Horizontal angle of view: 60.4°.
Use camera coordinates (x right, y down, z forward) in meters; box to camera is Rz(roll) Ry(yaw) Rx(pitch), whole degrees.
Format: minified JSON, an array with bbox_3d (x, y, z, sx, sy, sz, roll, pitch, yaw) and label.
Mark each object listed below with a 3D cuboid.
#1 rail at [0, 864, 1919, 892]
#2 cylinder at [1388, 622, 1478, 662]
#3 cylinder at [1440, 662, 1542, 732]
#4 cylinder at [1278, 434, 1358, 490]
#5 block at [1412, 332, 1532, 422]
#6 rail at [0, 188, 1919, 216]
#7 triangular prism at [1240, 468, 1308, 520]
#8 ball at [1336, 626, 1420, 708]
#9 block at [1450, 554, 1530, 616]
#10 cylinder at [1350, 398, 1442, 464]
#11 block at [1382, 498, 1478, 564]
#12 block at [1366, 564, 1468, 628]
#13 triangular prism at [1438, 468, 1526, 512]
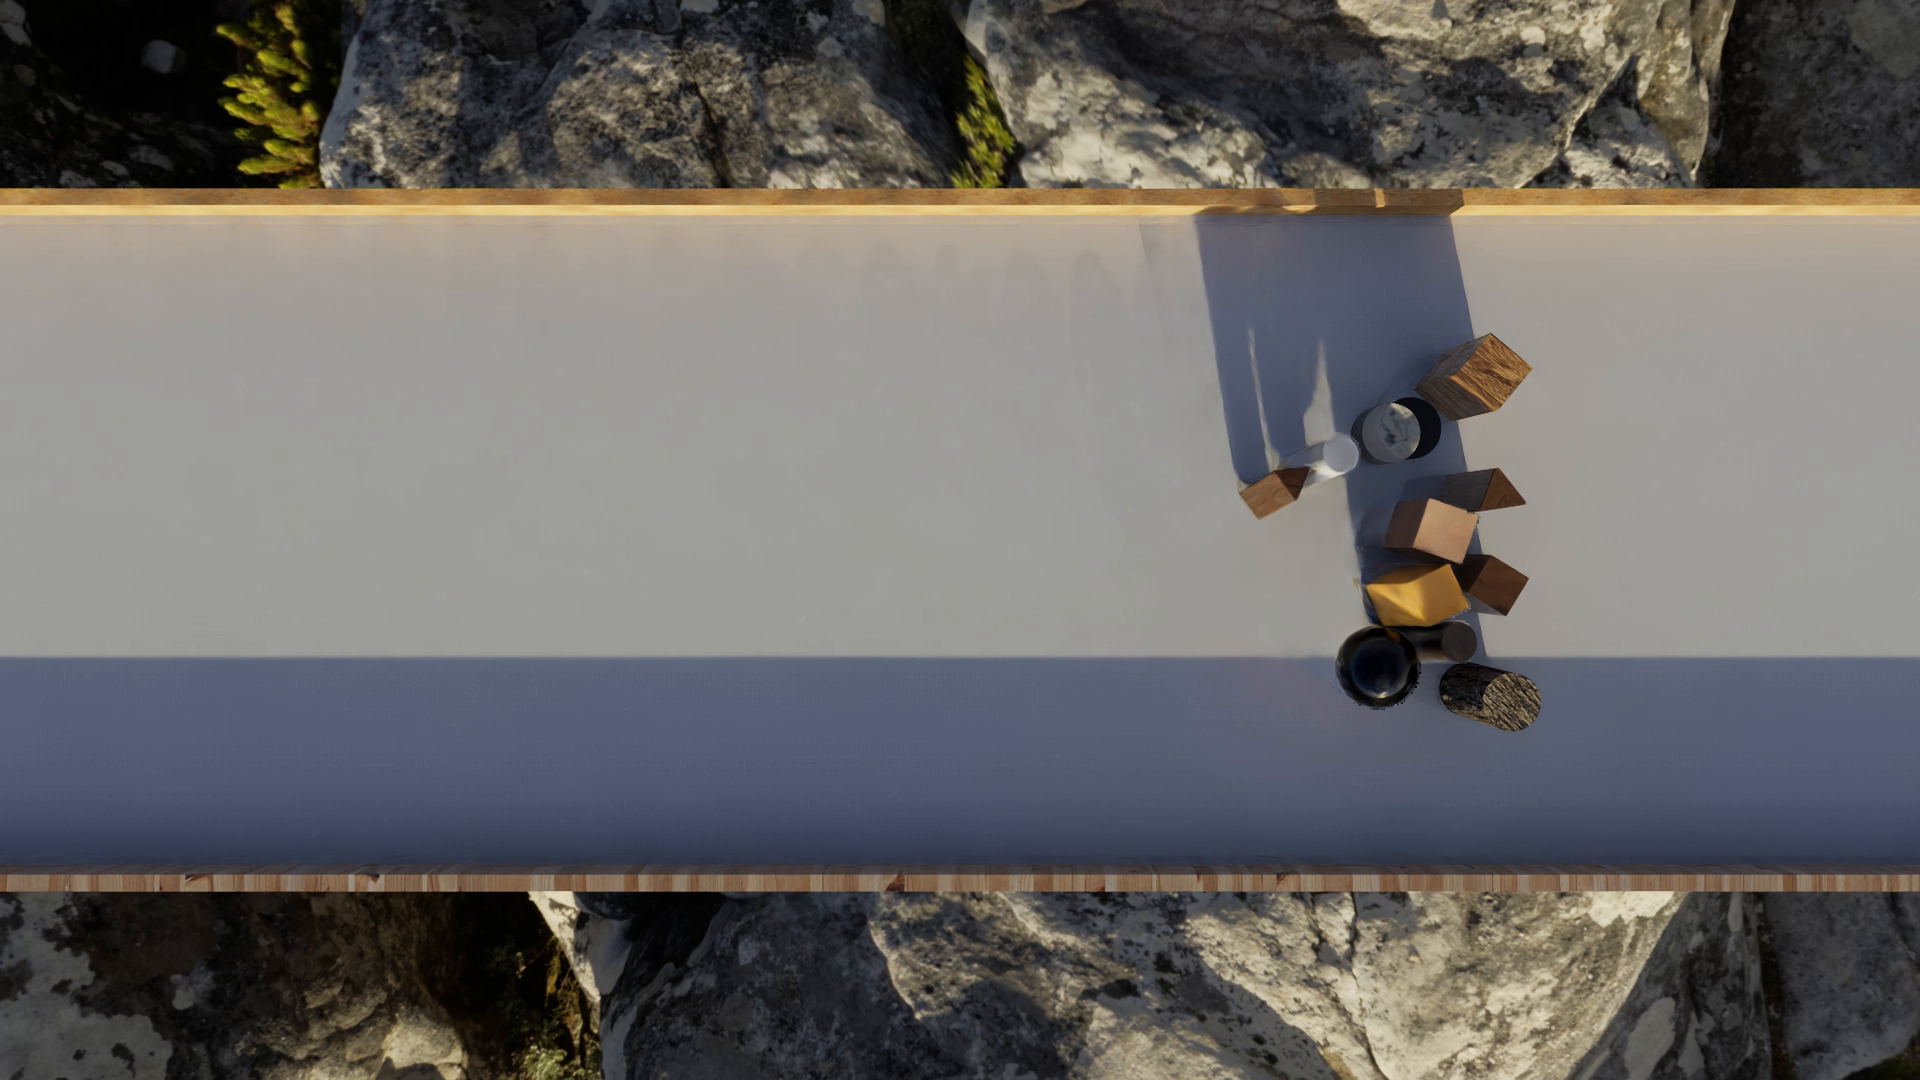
[{"bbox_3d":[-2.247,1.025,5.001,12.000,0.150,0.050,0,90,0],"label":"rail"},{"bbox_3d":[1.367,0.303,4.868,0.112,0.402,0.112,1,86,-14],"label":"cylinder"},{"bbox_3d":[1.557,0.458,4.865,0.165,0.422,0.165,0,90,0],"label":"cylinder"},{"bbox_3d":[1.060,-0.225,4.903,0.111,0.330,0.111,2,82,-12],"label":"cylinder"},{"bbox_3d":[1.503,-0.474,4.856,0.155,0.441,0.155,40,90,0],"label":"block"},{"bbox_3d":[-2.247,-1.025,5.002,12.000,0.150,0.050,0,90,0],"label":"rail"},{"bbox_3d":[0.948,-0.156,4.909,0.090,0.322,0.104,-36,87,-13],"label":"triangular prism"},{"bbox_3d":[1.208,0.367,4.779,0.236,0.236,0.236,0,90,0],"label":"ball"},{"bbox_3d":[1.535,0.130,4.888,0.128,0.377,0.128,32,90,0],"label":"block"},{"bbox_3d":[1.292,-0.321,4.904,0.179,0.345,0.179,0,90,0],"label":"cylinder"},{"bbox_3d":[1.390,-0.024,4.899,0.149,0.353,0.149,19,90,0],"label":"block"},{"bbox_3d":[1.354,0.166,4.902,0.138,0.329,0.138,-25,91,-8],"label":"block"},{"bbox_3d":[1.513,-0.147,4.847,0.128,0.458,0.111,-9,90,0],"label":"triangular prism"}]
